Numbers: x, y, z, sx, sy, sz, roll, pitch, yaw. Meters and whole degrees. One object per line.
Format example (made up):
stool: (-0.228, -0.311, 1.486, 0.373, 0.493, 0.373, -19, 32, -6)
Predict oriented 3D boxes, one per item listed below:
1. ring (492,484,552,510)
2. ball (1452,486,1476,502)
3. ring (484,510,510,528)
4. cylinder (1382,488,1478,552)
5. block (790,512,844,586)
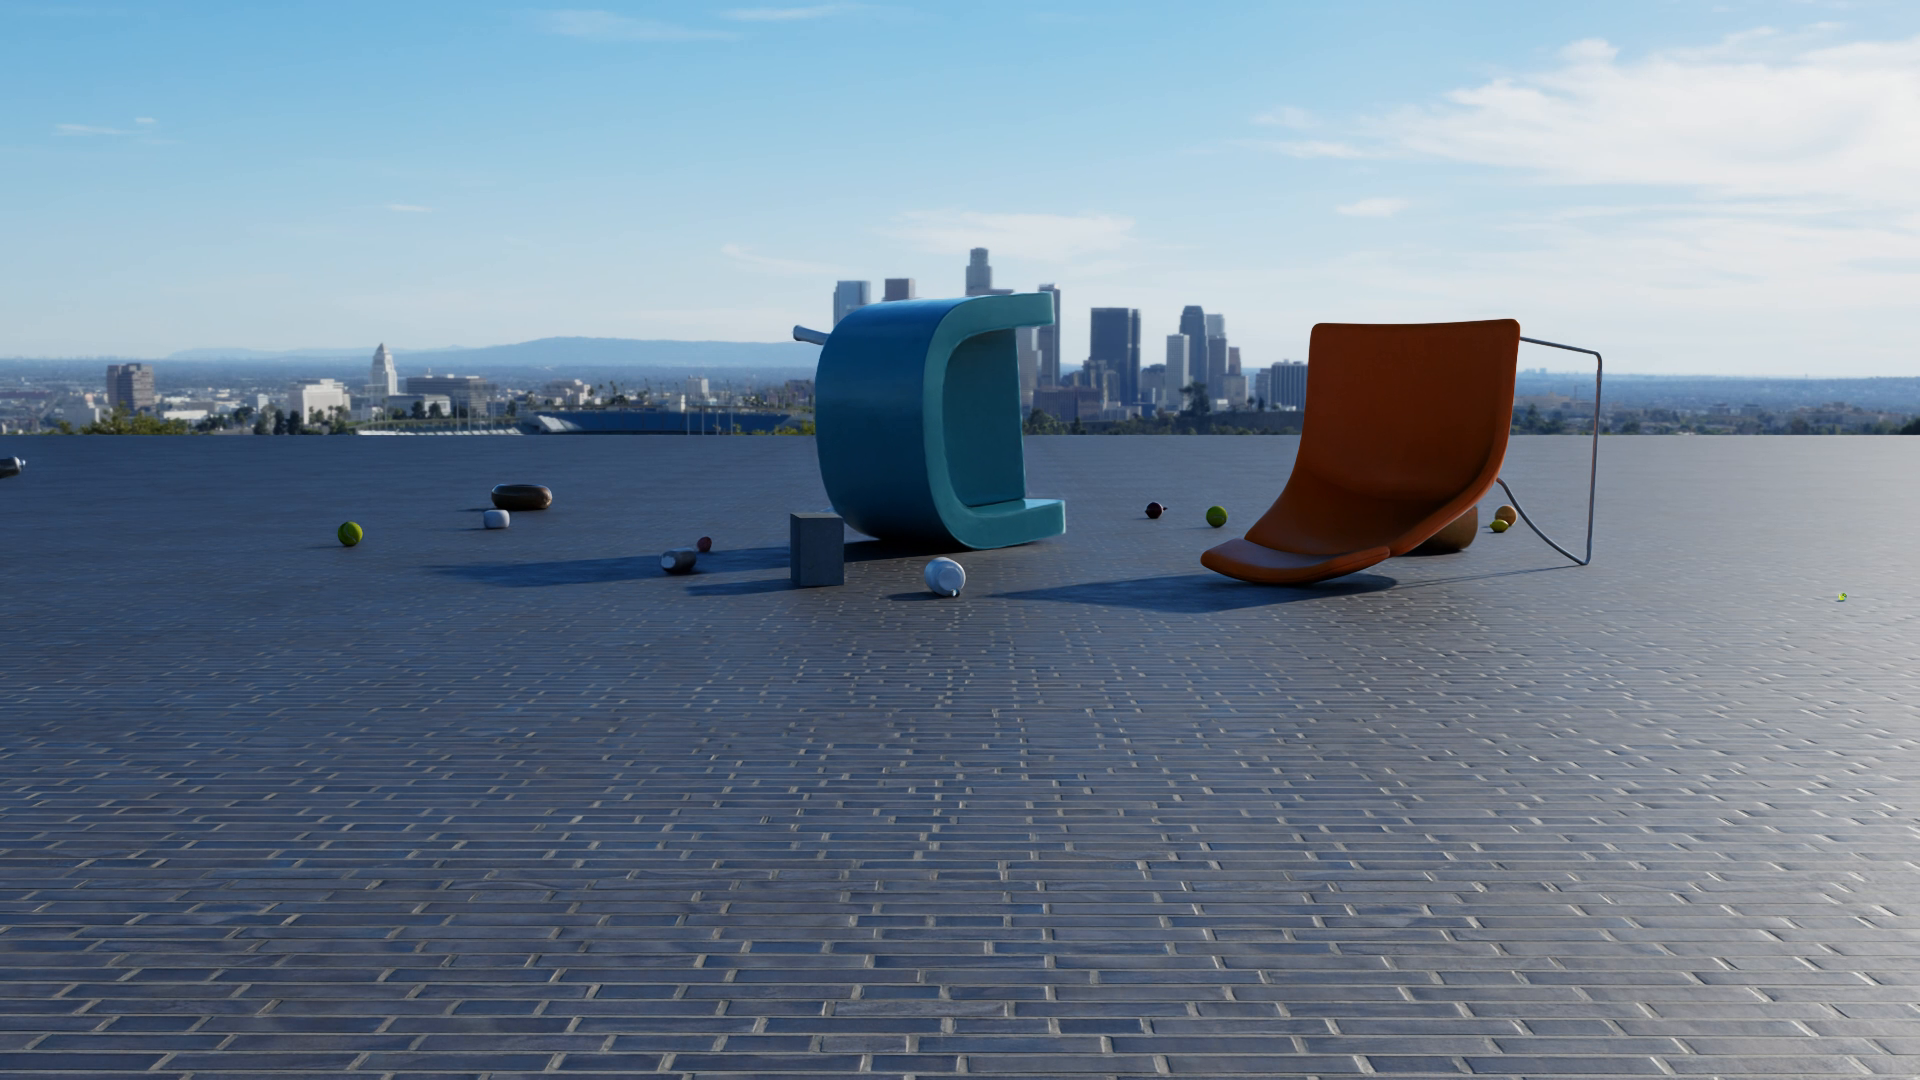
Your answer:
ring: (-1.646, -0.161, 8.257, 0.265, 0.089, 0.198, 5, 5, 41)
ball: (1.718, -0.130, 7.586, 0.116, 0.116, 0.116, 0, 4, 0)
ring: (-1.498, -0.067, 7.104, 0.083, 0.057, 0.101, -3, 2, -11)
cylinder: (1.305, -0.057, 6.111, 0.198, 0.172, 0.173, -2, 47, -25)
block: (-0.334, 0.019, 5.130, 0.100, 0.155, 0.211, -1, 4, -10)
